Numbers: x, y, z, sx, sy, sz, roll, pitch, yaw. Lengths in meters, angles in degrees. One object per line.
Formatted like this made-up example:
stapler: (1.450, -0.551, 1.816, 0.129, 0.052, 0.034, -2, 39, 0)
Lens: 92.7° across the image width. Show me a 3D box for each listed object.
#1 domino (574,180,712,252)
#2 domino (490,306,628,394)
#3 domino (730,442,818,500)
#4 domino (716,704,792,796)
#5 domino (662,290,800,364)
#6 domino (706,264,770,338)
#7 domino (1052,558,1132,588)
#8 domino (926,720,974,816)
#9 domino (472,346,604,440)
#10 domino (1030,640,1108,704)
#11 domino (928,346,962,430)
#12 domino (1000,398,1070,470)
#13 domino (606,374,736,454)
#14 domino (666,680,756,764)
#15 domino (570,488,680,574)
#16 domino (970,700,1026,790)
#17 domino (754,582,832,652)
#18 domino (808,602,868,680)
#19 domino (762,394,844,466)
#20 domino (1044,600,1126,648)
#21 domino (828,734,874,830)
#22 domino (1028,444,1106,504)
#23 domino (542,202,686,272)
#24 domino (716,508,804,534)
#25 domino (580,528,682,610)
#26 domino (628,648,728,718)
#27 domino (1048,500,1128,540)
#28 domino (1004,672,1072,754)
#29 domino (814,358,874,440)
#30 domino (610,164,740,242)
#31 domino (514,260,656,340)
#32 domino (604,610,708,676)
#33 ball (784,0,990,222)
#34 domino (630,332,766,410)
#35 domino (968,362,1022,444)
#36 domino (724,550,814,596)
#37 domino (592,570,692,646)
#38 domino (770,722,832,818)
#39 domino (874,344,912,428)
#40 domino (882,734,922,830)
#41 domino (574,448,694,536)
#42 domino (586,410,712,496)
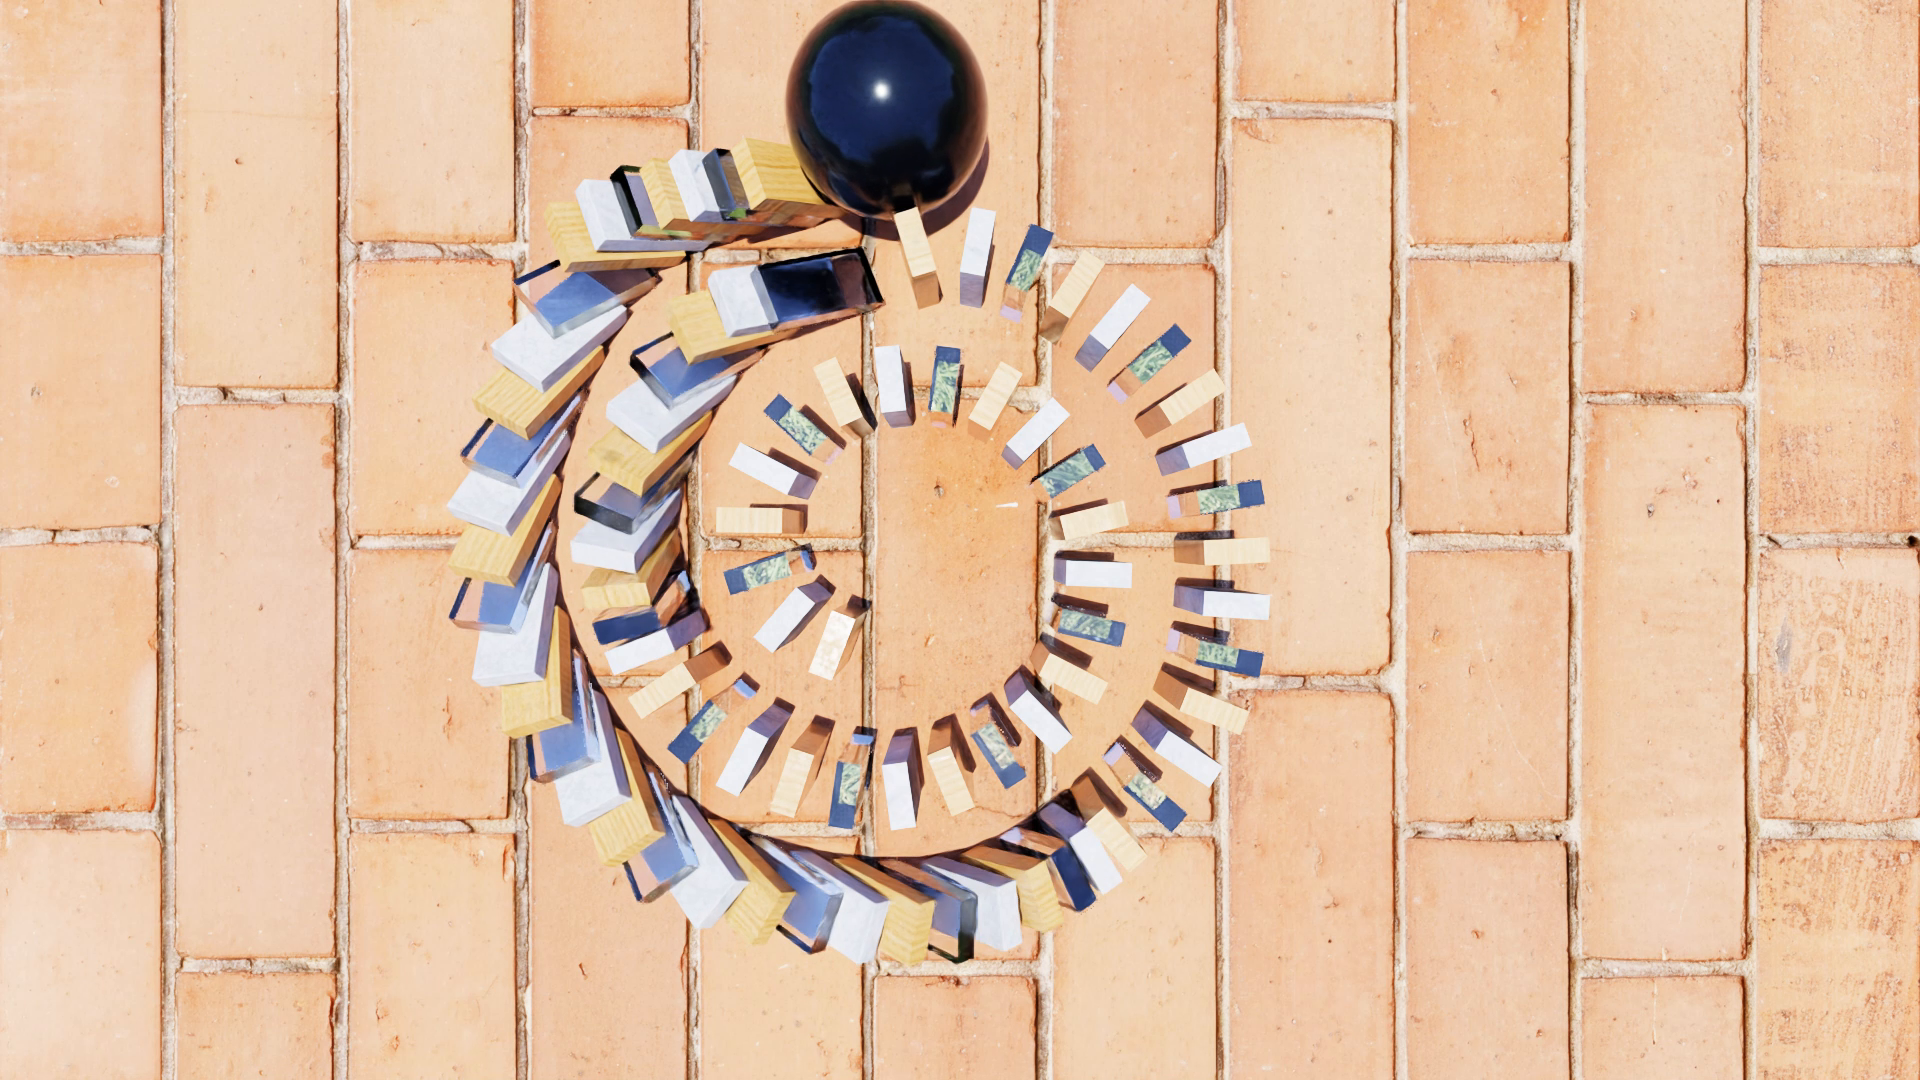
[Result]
domino: (-0.129, -0.133, 0.379, 0.010, 0.050, 0.025, -20, 89, 44)
domino: (-0.167, -0.087, 0.384, 0.025, 0.009, 0.050, 36, 61, 0)
domino: (-0.075, -0.027, 0.375, 0.025, 0.050, 0.009, 28, 90, 0)
domino: (-0.083, 0.085, 0.375, 0.009, 0.050, 0.025, 28, 90, 0)
domino: (-0.095, -0.092, 0.382, 0.050, 0.009, 0.025, -26, 90, -34)
domino: (-0.077, -0.102, 0.383, 0.050, 0.009, 0.025, -20, 90, -32)
domino: (0.053, 0.013, 0.375, 0.025, 0.050, 0.010, 2, 90, 0)
domino: (-0.003, 0.092, 0.375, 0.009, 0.050, 0.025, -23, 90, 0)
domino: (-0.176, -0.068, 0.384, 0.025, 0.010, 0.050, 30, 61, 0)
domino: (0.043, 0.053, 0.375, 0.025, 0.050, 0.009, 27, 90, 0)
domino: (-0.006, -0.061, 0.375, 0.009, 0.050, 0.025, 8, 90, 0)
domino: (0.030, -0.042, 0.375, 0.009, 0.050, 0.025, 45, 90, 0)
domino: (-0.119, -0.060, 0.381, 0.025, 0.010, 0.050, 37, 51, 0)
domino: (-0.100, 0.073, 0.375, 0.010, 0.050, 0.025, 41, 90, 0)
domino: (-0.136, -0.007, 0.377, 0.025, 0.050, 0.010, 11, 124, 0)
domino: (0.015, 0.082, 0.375, 0.009, 0.050, 0.025, -33, 90, 0)
domino: (-0.067, 0.031, 0.375, 0.010, 0.050, 0.025, 41, 90, 0)
domino: (-0.049, 0.040, 0.375, 0.009, 0.050, 0.025, 21, 90, 0)
domino: (-0.063, -0.044, 0.375, 0.025, 0.050, 0.010, 43, 90, 0)
domino: (0.050, 0.034, 0.375, 0.025, 0.050, 0.010, 13, 90, 0)
domino: (-0.044, 0.098, 0.375, 0.009, 0.050, 0.025, 8, 90, 0)
domino: (0.043, -0.026, 0.375, 0.025, 0.050, 0.010, -33, 90, 0)
domino: (-0.142, -0.126, 0.380, 0.050, 0.010, 0.025, -20, 90, -42)
domino: (-0.081, -0.008, 0.375, 0.025, 0.050, 0.009, 1, 90, 0)
domino: (-0.133, 0.011, 0.375, 0.025, 0.050, 0.010, -5, 115, 0)
domino: (-0.114, 0.058, 0.375, 0.025, 0.050, 0.010, -33, 90, 0)
domino: (0.051, -0.007, 0.375, 0.025, 0.050, 0.010, -14, 90, 0)
domino: (0.031, 0.070, 0.375, 0.010, 0.050, 0.025, -44, 90, 0)
domino: (-0.047, -0.057, 0.375, 0.009, 0.050, 0.025, -24, 90, 0)
domino: (-0.116, -0.138, 0.377, 0.010, 0.050, 0.025, -20, 90, 38)
domino: (-0.156, -0.107, 0.384, 0.050, 0.010, 0.025, -40, 90, -29)
domino: (-0.123, 0.041, 0.375, 0.025, 0.050, 0.009, -21, 95, 0)
ball: (-0.028, -0.168, 0.360, 0.080, 0.080, 0.080, 0, 90, 0)
domino: (-0.108, -0.077, 0.381, 0.025, 0.009, 0.050, 49, 54, 0)
domino: (0.014, -0.055, 0.375, 0.010, 0.050, 0.025, 30, 90, 0)
domino: (-0.077, 0.013, 0.375, 0.025, 0.050, 0.009, -18, 90, 0)
domino: (-0.129, 0.027, 0.375, 0.025, 0.050, 0.009, -15, 106, 0)
domino: (-0.064, 0.093, 0.375, 0.009, 0.050, 0.025, 18, 90, 0)
domino: (-0.027, -0.062, 0.375, 0.010, 0.050, 0.025, -6, 90, 0)
domino: (-0.023, 0.098, 0.375, 0.009, 0.050, 0.025, -8, 90, 0)
domino: (-0.134, -0.025, 0.378, 0.025, 0.050, 0.009, 22, 131, 0)
domino: (-0.128, -0.042, 0.379, 0.025, 0.010, 0.050, 29, 47, 0)
